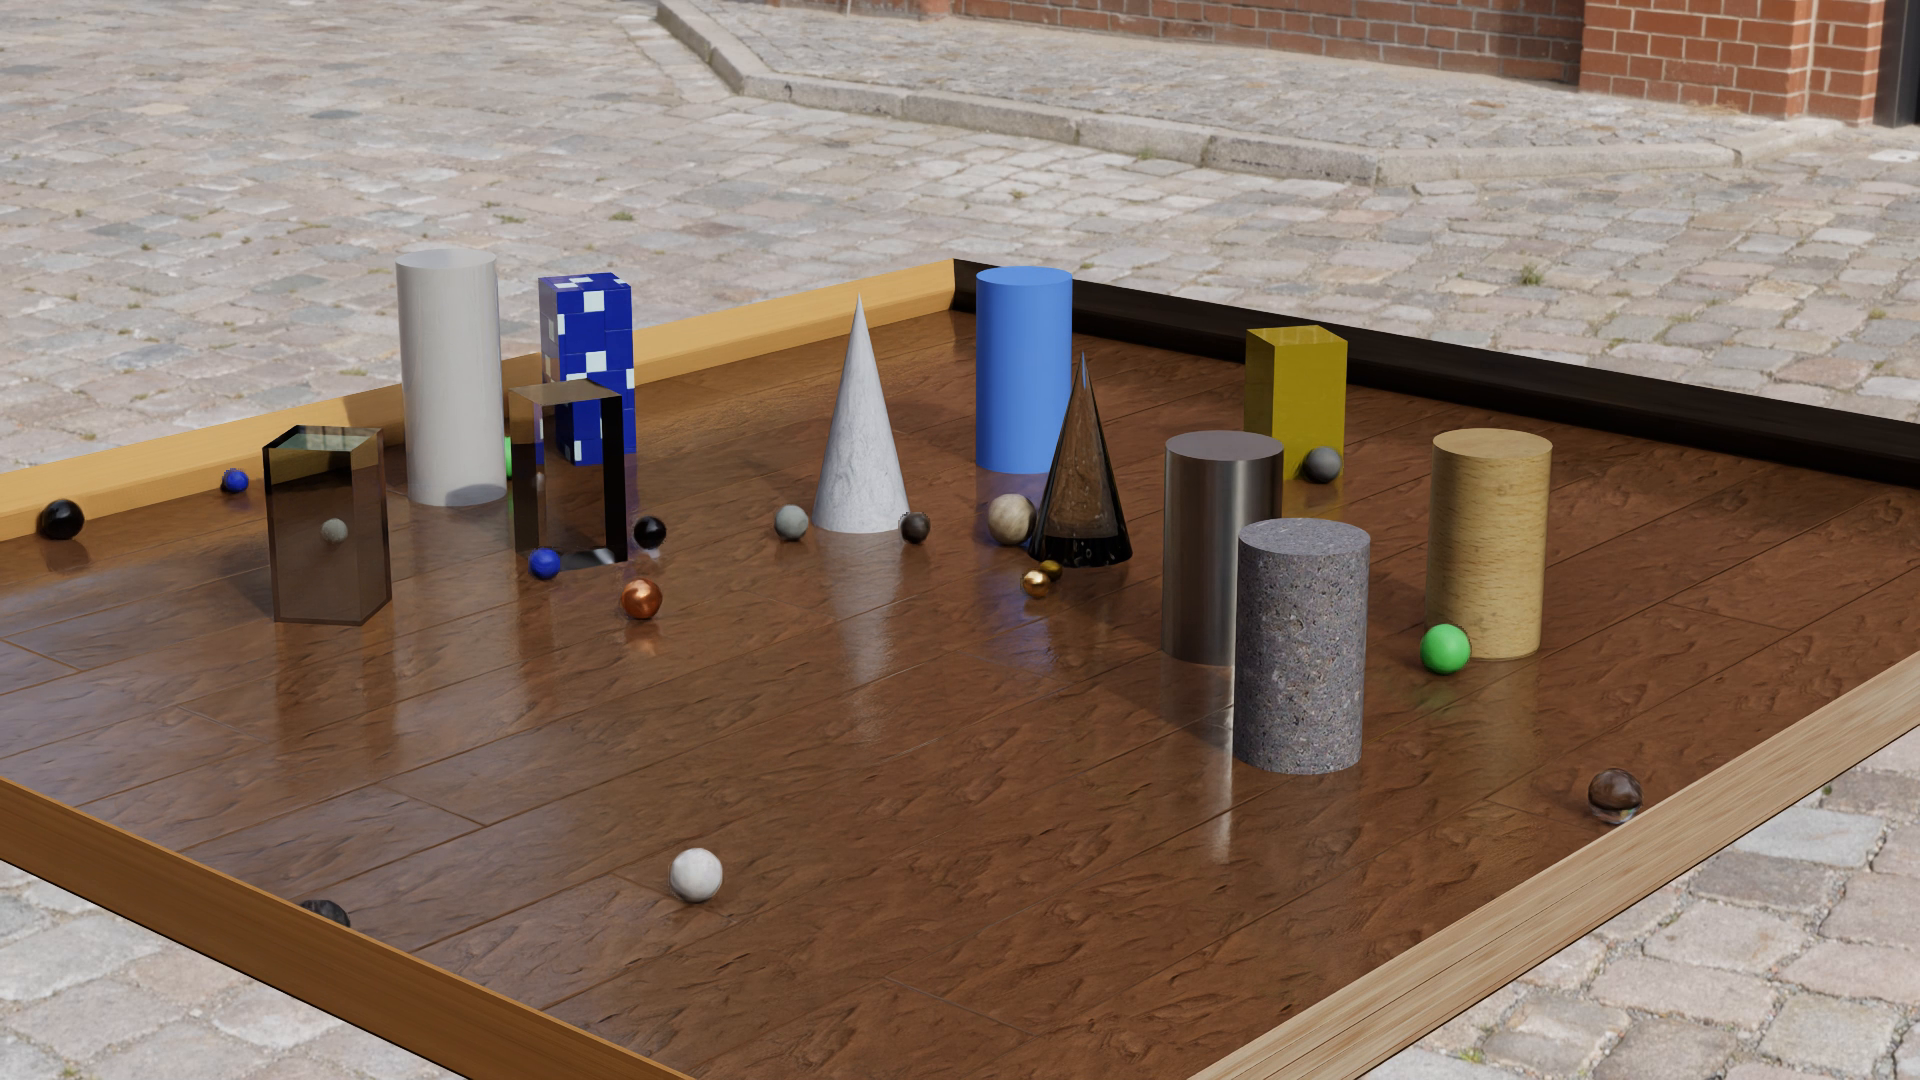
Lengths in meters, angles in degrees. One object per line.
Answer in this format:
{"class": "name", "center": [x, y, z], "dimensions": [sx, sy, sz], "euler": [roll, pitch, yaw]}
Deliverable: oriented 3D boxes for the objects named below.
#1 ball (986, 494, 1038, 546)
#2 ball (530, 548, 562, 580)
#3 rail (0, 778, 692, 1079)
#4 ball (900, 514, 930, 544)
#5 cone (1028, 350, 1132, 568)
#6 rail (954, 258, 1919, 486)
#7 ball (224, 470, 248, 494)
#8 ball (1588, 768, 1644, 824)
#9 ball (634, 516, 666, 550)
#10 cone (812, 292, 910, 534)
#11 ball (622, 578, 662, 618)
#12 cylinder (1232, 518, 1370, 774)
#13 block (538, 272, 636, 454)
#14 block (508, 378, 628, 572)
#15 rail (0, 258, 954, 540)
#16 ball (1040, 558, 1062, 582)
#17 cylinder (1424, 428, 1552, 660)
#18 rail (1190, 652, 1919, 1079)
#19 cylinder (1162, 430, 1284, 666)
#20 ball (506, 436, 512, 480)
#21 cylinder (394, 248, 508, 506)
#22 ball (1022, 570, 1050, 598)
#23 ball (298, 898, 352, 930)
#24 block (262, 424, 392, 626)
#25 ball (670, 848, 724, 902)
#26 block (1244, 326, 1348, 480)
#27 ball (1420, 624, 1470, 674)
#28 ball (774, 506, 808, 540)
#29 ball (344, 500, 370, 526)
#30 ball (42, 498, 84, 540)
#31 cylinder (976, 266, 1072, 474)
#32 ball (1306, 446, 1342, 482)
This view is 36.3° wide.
{"class": "ball", "center": [0.095, -0.038, 5.405], "dimensions": [0.096, 0.096, 0.096], "euler": [0, 17, 0]}
{"class": "ball", "center": [-0.736, 0.043, 5.206], "dimensions": [0.056, 0.056, 0.056], "euler": [0, 17, 0]}
{"class": "rail", "center": [-1.137, 0.410, 3.867], "dimensions": [3.098, 0.125, 0.045], "euler": [14, 22, 39]}
{"class": "ball", "center": [-0.083, -0.022, 5.421], "dimensions": [0.056, 0.056, 0.056], "euler": [0, 17, 0]}
{"class": "cone", "center": [0.220, -0.160, 5.315], "dimensions": [0.193, 0.381, 0.193], "euler": [0, 17, 0]}
{"class": "rail", "center": [1.137, -0.347, 6.374], "dimensions": [3.098, 0.125, 0.045], "euler": [14, 22, 39]}
{"class": "ball", "center": [-1.417, -0.115, 5.745], "dimensions": [0.046, 0.046, 0.046], "euler": [0, 17, 0]}
{"class": "ball", "center": [0.921, 0.360, 4.119], "dimensions": [0.077, 0.077, 0.077], "euler": [0, 17, 0]}
{"class": "ball", "center": [-0.569, -0.013, 5.384], "dimensions": [0.060, 0.060, 0.060], "euler": [0, 17, 0]}
{"class": "cone", "center": [-0.187, -0.251, 5.515], "dimensions": [0.193, 0.440, 0.193], "euler": [0, 17, 0]}
{"class": "ball", "center": [-0.542, 0.100, 4.994], "dimensions": [0.070, 0.070, 0.070], "euler": [0, 17, 0]}
{"class": "cylinder", "center": [0.505, 0.156, 4.347], "dimensions": [0.193, 0.336, 0.193], "euler": [0, 17, 0]}
{"class": "block", "center": [-0.767, -0.359, 6.032], "dimensions": [0.154, 0.349, 0.154], "euler": [-7, 18, -21]}
{"class": "block", "center": [-0.708, -0.118, 5.299], "dimensions": [0.154, 0.309, 0.154], "euler": [-10, 19, -29]}
{"class": "rail", "center": [-1.152, -0.258, 6.078], "dimensions": [0.045, 0.125, 3.516], "euler": [14, 22, 39]}
{"class": "ball", "center": [0.161, 0.055, 5.190], "dimensions": [0.042, 0.042, 0.042], "euler": [0, 17, 0]}
{"class": "cylinder", "center": [0.869, 0.006, 4.832], "dimensions": [0.193, 0.342, 0.193], "euler": [0, 17, 0]}
{"class": "rail", "center": [1.152, 0.320, 4.163], "dimensions": [0.045, 0.125, 3.516], "euler": [14, 22, 39]}
{"class": "cylinder", "center": [0.429, 0.012, 4.808], "dimensions": [0.193, 0.345, 0.193], "euler": [0, 17, 0]}
{"class": "ball", "center": [-0.895, -0.163, 5.839], "dimensions": [0.084, 0.084, 0.084], "euler": [0, 17, 0]}
{"class": "cylinder", "center": [-0.985, -0.316, 5.683], "dimensions": [0.193, 0.467, 0.193], "euler": [0, 17, 0]}
{"class": "ball", "center": [0.133, 0.076, 5.108], "dimensions": [0.048, 0.048, 0.048], "euler": [0, 17, 0]}
{"class": "ball", "center": [-0.805, 0.491, 3.675], "dimensions": [0.082, 0.082, 0.082], "euler": [0, 17, 0]}
{"class": "block", "center": [-1.077, -0.026, 4.999], "dimensions": [0.154, 0.306, 0.154], "euler": [3, 17, 9]}
{"class": "ball", "center": [-0.347, 0.441, 3.861], "dimensions": [0.071, 0.071, 0.071], "euler": [0, 17, 0]}
{"class": "block", "center": [0.671, -0.277, 5.887], "dimensions": [0.154, 0.274, 0.154], "euler": [-5, 17, -15]}
{"class": "ball", "center": [0.781, 0.176, 4.724], "dimensions": [0.080, 0.080, 0.080], "euler": [0, 17, 0]}
{"class": "ball", "center": [-0.313, -0.032, 5.438], "dimensions": [0.065, 0.065, 0.065], "euler": [0, 17, 0]}
{"class": "ball", "center": [-1.136, -0.050, 5.527], "dimensions": [0.048, 0.048, 0.048], "euler": [0, 17, 0]}
{"class": "ball", "center": [-1.665, -0.039, 5.441], "dimensions": [0.076, 0.076, 0.076], "euler": [0, 17, 0]}
{"class": "cylinder", "center": [0.129, -0.344, 5.919], "dimensions": [0.193, 0.385, 0.193], "euler": [0, 17, 0]}
{"class": "ball", "center": [0.721, -0.150, 5.818], "dimensions": [0.072, 0.072, 0.072], "euler": [0, 17, 0]}
